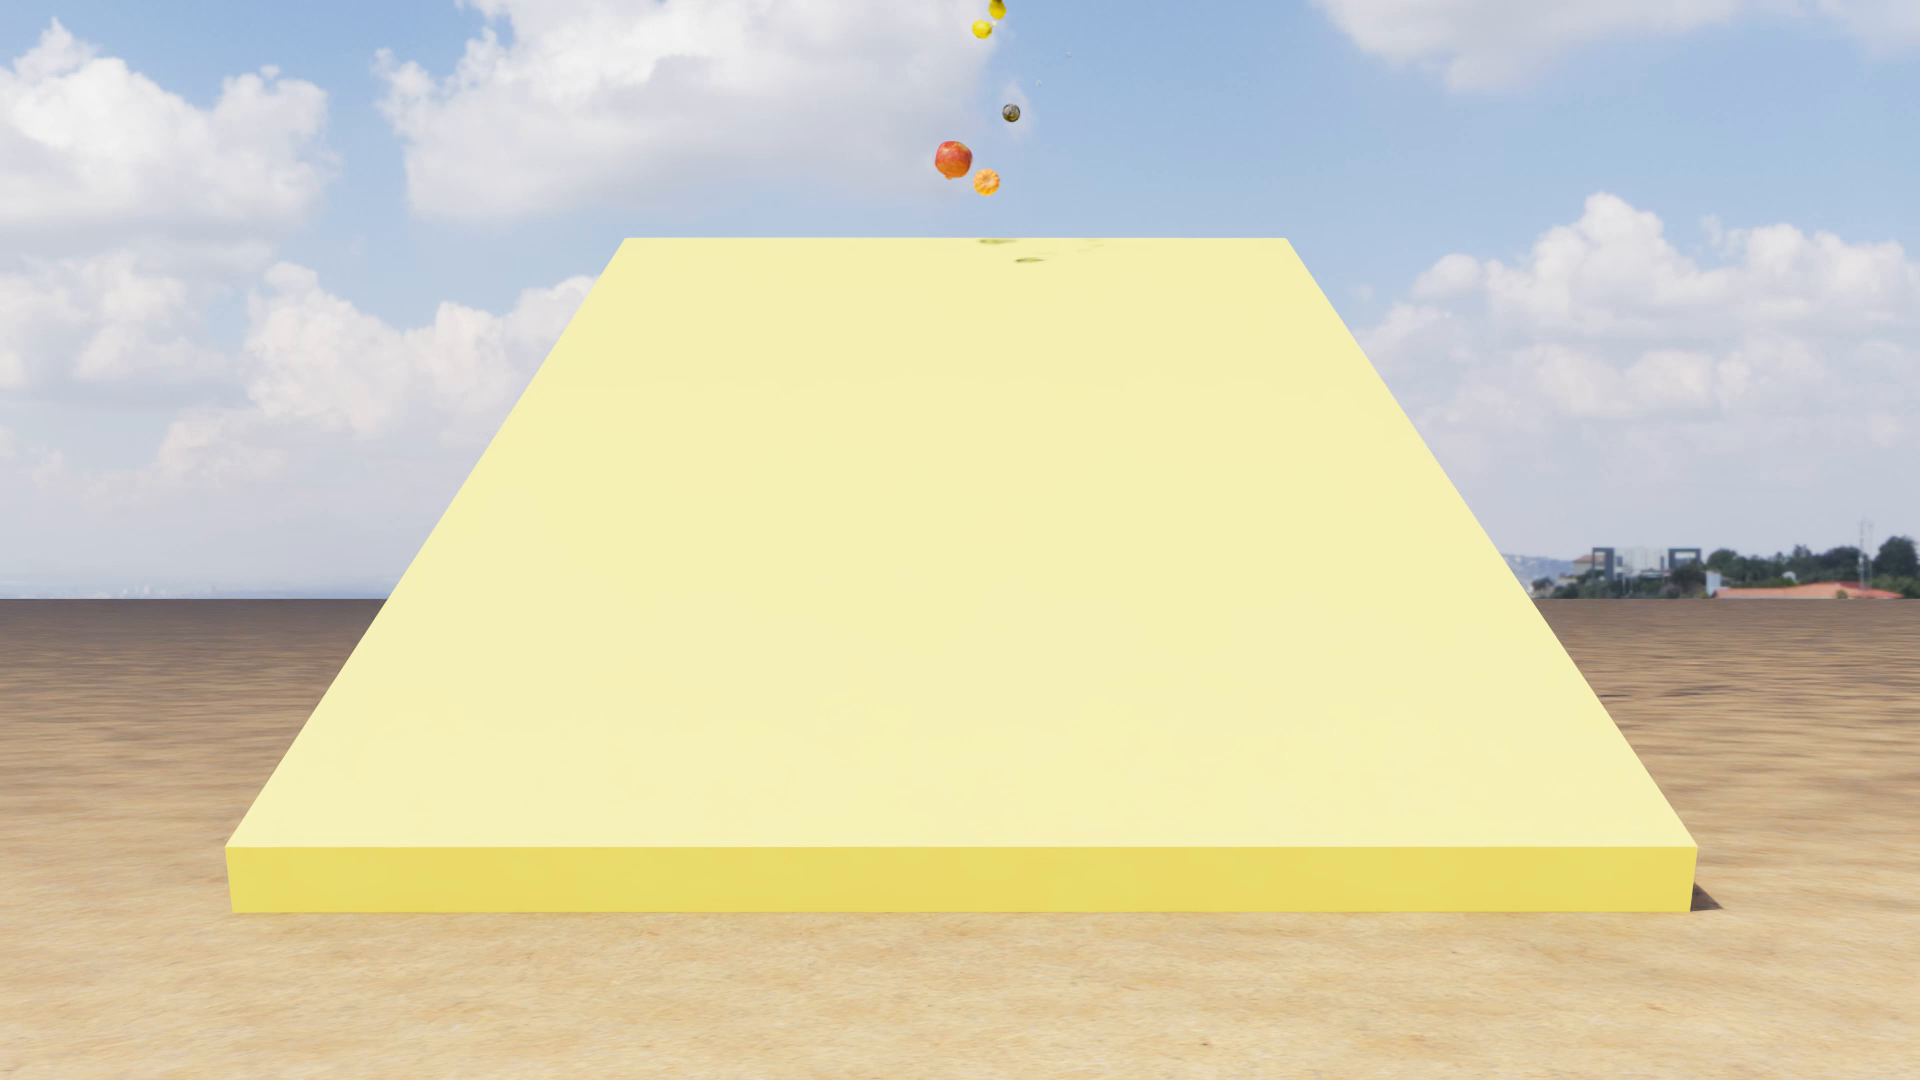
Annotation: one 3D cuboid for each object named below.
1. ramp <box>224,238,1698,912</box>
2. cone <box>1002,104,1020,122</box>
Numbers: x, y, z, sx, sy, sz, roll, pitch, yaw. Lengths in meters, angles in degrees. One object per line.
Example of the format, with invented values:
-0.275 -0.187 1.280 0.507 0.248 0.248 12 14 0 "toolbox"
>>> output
-0.005 -0.202 4.969 2.000 0.100 4.000 0 19 0 "ramp"
0.140 -1.212 6.426 0.053 0.053 0.053 0 16 13 "cone"
